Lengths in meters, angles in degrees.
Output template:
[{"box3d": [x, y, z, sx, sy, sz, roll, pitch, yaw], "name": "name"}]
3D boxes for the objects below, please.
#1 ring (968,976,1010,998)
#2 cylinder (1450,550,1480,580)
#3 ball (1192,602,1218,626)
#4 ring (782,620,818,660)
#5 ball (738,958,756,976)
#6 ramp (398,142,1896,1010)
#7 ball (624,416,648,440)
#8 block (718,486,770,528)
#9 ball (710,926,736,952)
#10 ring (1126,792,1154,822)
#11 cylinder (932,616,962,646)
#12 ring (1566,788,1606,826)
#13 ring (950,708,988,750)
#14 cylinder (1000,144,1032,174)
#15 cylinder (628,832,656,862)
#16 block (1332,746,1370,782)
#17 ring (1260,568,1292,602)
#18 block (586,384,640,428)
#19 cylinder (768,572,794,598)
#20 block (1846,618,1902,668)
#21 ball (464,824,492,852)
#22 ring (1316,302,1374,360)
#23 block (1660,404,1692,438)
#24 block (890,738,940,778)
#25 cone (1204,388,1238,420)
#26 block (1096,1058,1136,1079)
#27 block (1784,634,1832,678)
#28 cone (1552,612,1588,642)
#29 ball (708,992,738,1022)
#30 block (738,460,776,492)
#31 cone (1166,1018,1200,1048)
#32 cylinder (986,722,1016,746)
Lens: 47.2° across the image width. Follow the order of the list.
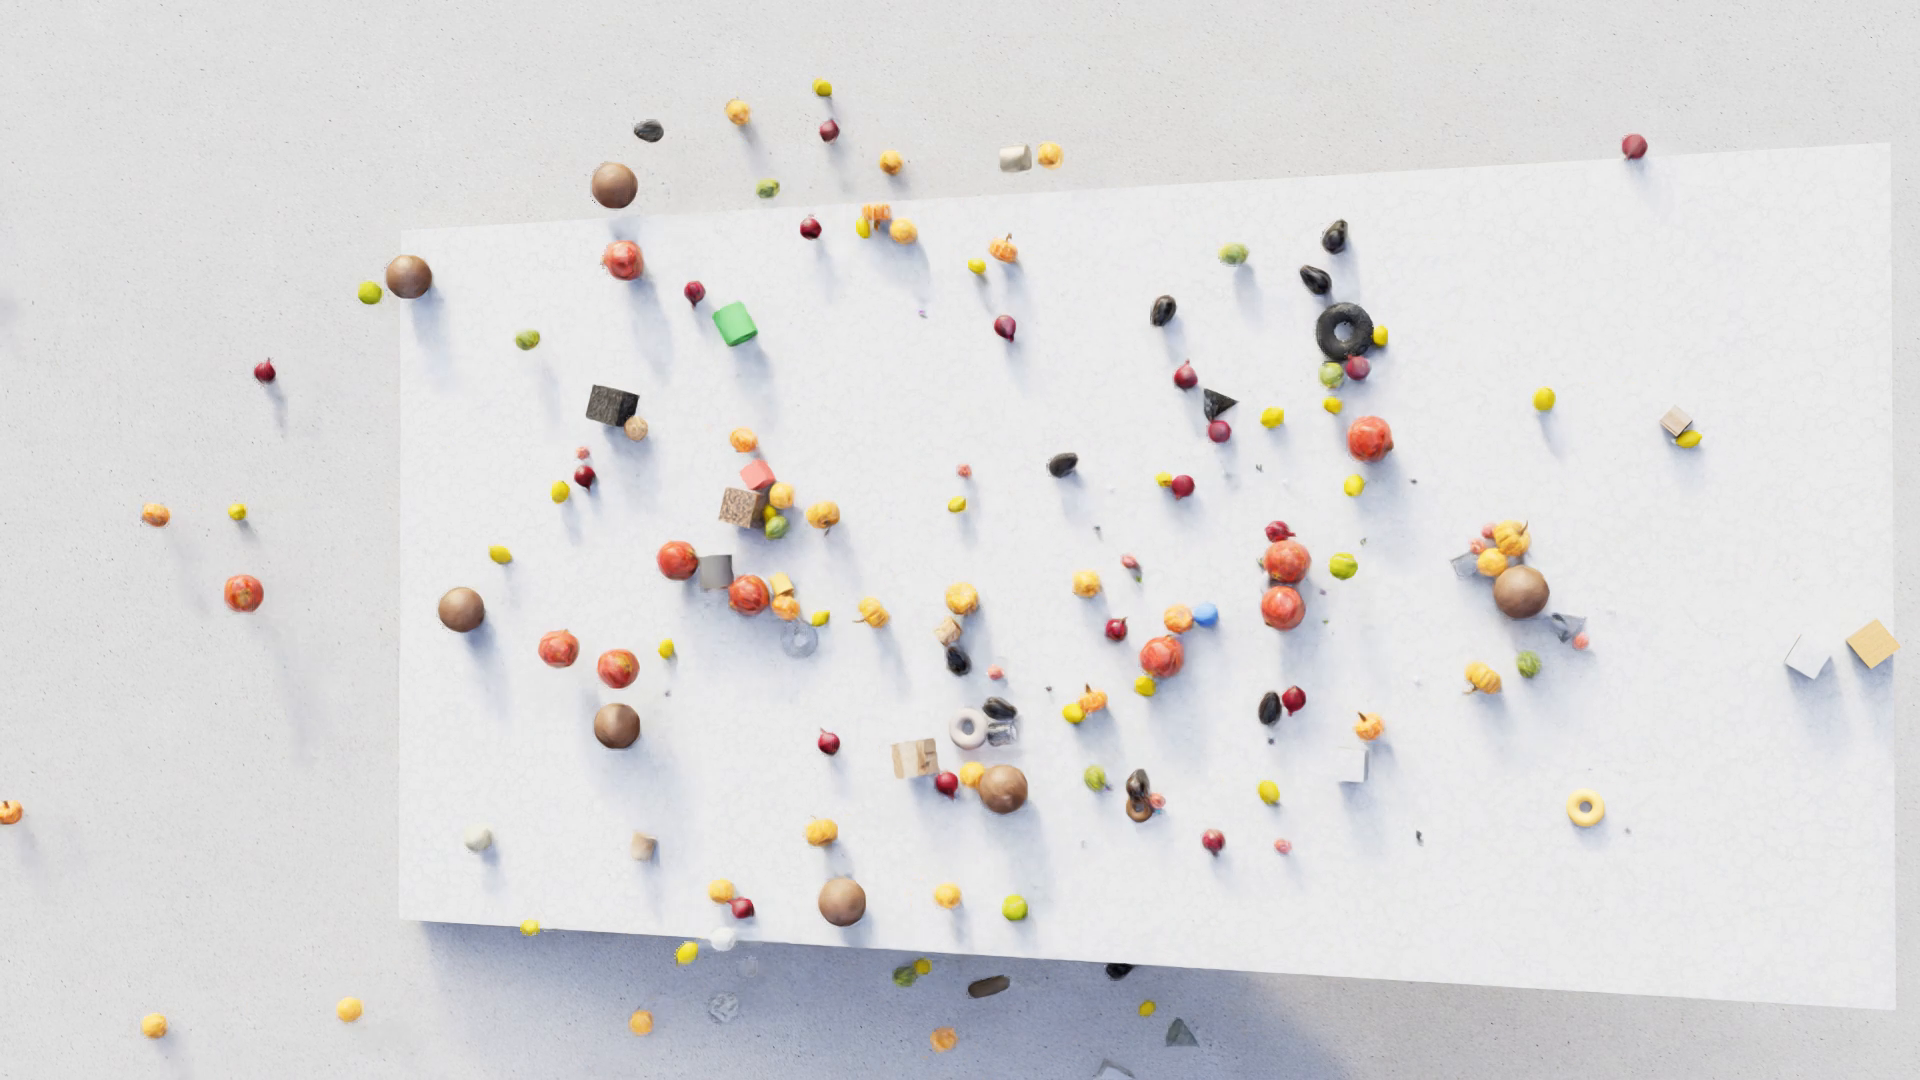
[{"box3d": [0.082, 1.268, 6.245, 0.121, 0.121, 0.040, -16, 83, 0], "name": "ring"}, {"box3d": [1.232, 0.060, 5.361, 0.054, 0.054, 0.054, -28, 89, 17], "name": "cylinder"}, {"box3d": [0.622, 0.188, 5.566, 0.065, 0.065, 0.065, 0, 89, 0], "name": "ball"}, {"box3d": [-0.434, 0.269, 5.948, 0.108, 0.036, 0.108, 0, 89, 19], "name": "ring"}, {"box3d": [-0.614, 1.232, 6.351, 0.053, 0.053, 0.053, 0, 89, 0], "name": "ball"}, {"box3d": [0.279, 0.091, 5.774, 4.000, 0.100, 2.000, 0, 89, 19], "name": "ramp"}, {"box3d": [-0.898, -0.309, 6.097, 0.067, 0.067, 0.067, 0, 89, 0], "name": "ball"}, {"box3d": [-0.585, -0.088, 5.974, 0.094, 0.094, 0.094, 15, 94, 19], "name": "block"}, {"box3d": [-0.645, 1.087, 5.994, 0.067, 0.067, 0.067, 0, 89, 0], "name": "ball"}, {"box3d": [0.460, 0.686, 5.636, 0.075, 0.025, 0.075, 0, 89, 18], "name": "ring"}, {"box3d": [-0.032, 0.240, 5.788, 0.059, 0.059, 0.059, -41, 89, 5], "name": "cylinder"}, {"box3d": [1.500, 0.641, 5.272, 0.092, 0.031, 0.092, 0, 90, 21], "name": "ring"}, {"box3d": [0.023, 0.496, 5.785, 0.112, 0.037, 0.112, 0, 90, 23], "name": "ring"}, {"box3d": [0.147, -1.006, 5.803, 0.069, 0.069, 0.069, -2, 89, 21], "name": "cylinder"}, {"box3d": [-0.878, 0.846, 6.076, 0.065, 0.065, 0.065, 18, 91, 0], "name": "cylinder"}, {"box3d": [0.966, 0.554, 5.434, 0.077, 0.077, 0.077, 3, 90, 19], "name": "block"}, {"box3d": [0.794, 0.113, 5.526, 0.086, 0.029, 0.086, 0, 91, 19], "name": "ring"}, {"box3d": [-0.966, -0.371, 6.110, 0.097, 0.097, 0.097, 16, 94, 19], "name": "block"}, {"box3d": [-0.484, 0.122, 5.955, 0.052, 0.052, 0.052, -27, 73, 0], "name": "cylinder"}, {"box3d": [2.093, 0.237, 5.043, 0.082, 0.082, 0.082, -40, 77, 14], "name": "block"}, {"box3d": [-1.368, 0.845, 6.241, 0.081, 0.081, 0.081, 0, 89, 0], "name": "ball"}, {"box3d": [0.955, -0.519, 5.468, 0.147, 0.049, 0.147, 0, 89, 21], "name": "ring"}, {"box3d": [1.694, -0.281, 5.204, 0.054, 0.054, 0.054, 44, 103, 15], "name": "block"}, {"box3d": [-0.118, 0.576, 5.804, 0.091, 0.091, 0.091, -10, 86, 19], "name": "block"}, {"box3d": [0.667, -0.347, 5.572, 0.083, 0.083, 0.083, -5, 89, -8], "name": "cone"}, {"box3d": [0.447, 1.584, 6.413, 0.092, 0.092, 0.092, 25, 89, 0], "name": "block"}, {"box3d": [1.962, 0.270, 5.092, 0.075, 0.075, 0.075, 32, 99, 17], "name": "block"}, {"box3d": [1.476, 0.198, 5.284, 0.076, 0.076, 0.076, -17, 89, -9], "name": "cone"}, {"box3d": [-0.689, 1.365, 6.418, 0.088, 0.088, 0.088, 0, 89, 0], "name": "ball"}, {"box3d": [-0.551, -0.175, 5.981, 0.062, 0.062, 0.062, -33, 79, 16], "name": "block"}, {"box3d": [0.623, 1.370, 6.032, 0.087, 0.087, 0.087, 33, 89, 3], "name": "cone"}, {"box3d": [0.108, 0.506, 5.743, 0.060, 0.060, 0.060, -8, 89, 19], "name": "cylinder"}]
